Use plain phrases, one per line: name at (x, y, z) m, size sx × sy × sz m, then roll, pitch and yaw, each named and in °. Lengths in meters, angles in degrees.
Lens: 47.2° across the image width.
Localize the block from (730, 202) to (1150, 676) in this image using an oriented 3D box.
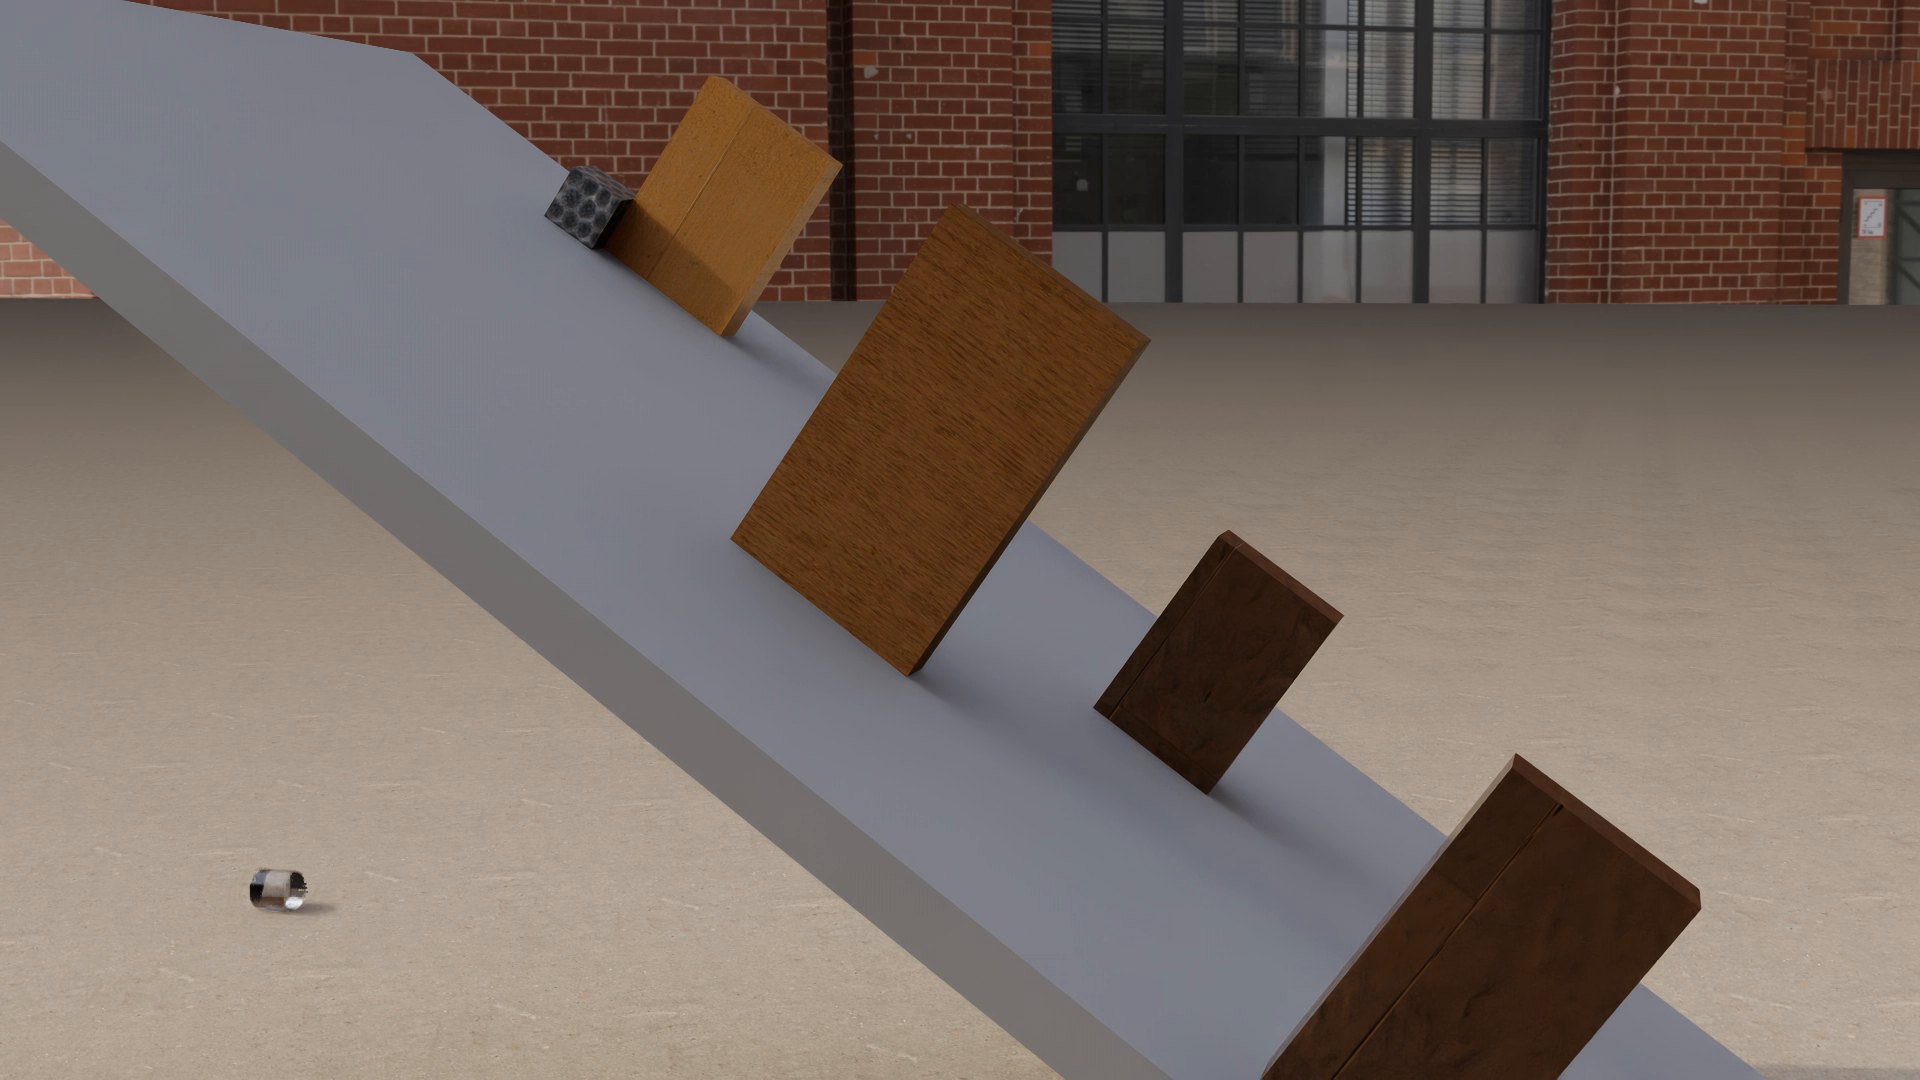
block at (-0.040, -0.164, 3.675) m, size 0.388 × 0.690 × 0.082 m, roll 37°, pitch 16°, yaw 10°

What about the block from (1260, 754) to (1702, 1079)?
block at (0.719, 0.626, 3.073) m, size 0.305 × 0.588 × 0.100 m, roll 37°, pitch 16°, yaw 10°

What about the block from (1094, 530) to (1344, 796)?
block at (0.483, 0.228, 4.117) m, size 0.268 × 0.408 × 0.109 m, roll 37°, pitch 16°, yaw 10°

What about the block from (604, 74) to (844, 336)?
block at (-0.521, -0.730, 4.823) m, size 0.336 × 0.453 × 0.084 m, roll 37°, pitch 16°, yaw 10°

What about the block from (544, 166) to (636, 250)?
block at (-0.808, -0.734, 4.847) m, size 0.130 × 0.130 × 0.130 m, roll 36°, pitch 15°, yaw 4°

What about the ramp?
ramp at (-0.091, 0.163, 4.082) m, size 4.000 × 0.100 × 2.000 m, roll 37°, pitch 16°, yaw 10°
